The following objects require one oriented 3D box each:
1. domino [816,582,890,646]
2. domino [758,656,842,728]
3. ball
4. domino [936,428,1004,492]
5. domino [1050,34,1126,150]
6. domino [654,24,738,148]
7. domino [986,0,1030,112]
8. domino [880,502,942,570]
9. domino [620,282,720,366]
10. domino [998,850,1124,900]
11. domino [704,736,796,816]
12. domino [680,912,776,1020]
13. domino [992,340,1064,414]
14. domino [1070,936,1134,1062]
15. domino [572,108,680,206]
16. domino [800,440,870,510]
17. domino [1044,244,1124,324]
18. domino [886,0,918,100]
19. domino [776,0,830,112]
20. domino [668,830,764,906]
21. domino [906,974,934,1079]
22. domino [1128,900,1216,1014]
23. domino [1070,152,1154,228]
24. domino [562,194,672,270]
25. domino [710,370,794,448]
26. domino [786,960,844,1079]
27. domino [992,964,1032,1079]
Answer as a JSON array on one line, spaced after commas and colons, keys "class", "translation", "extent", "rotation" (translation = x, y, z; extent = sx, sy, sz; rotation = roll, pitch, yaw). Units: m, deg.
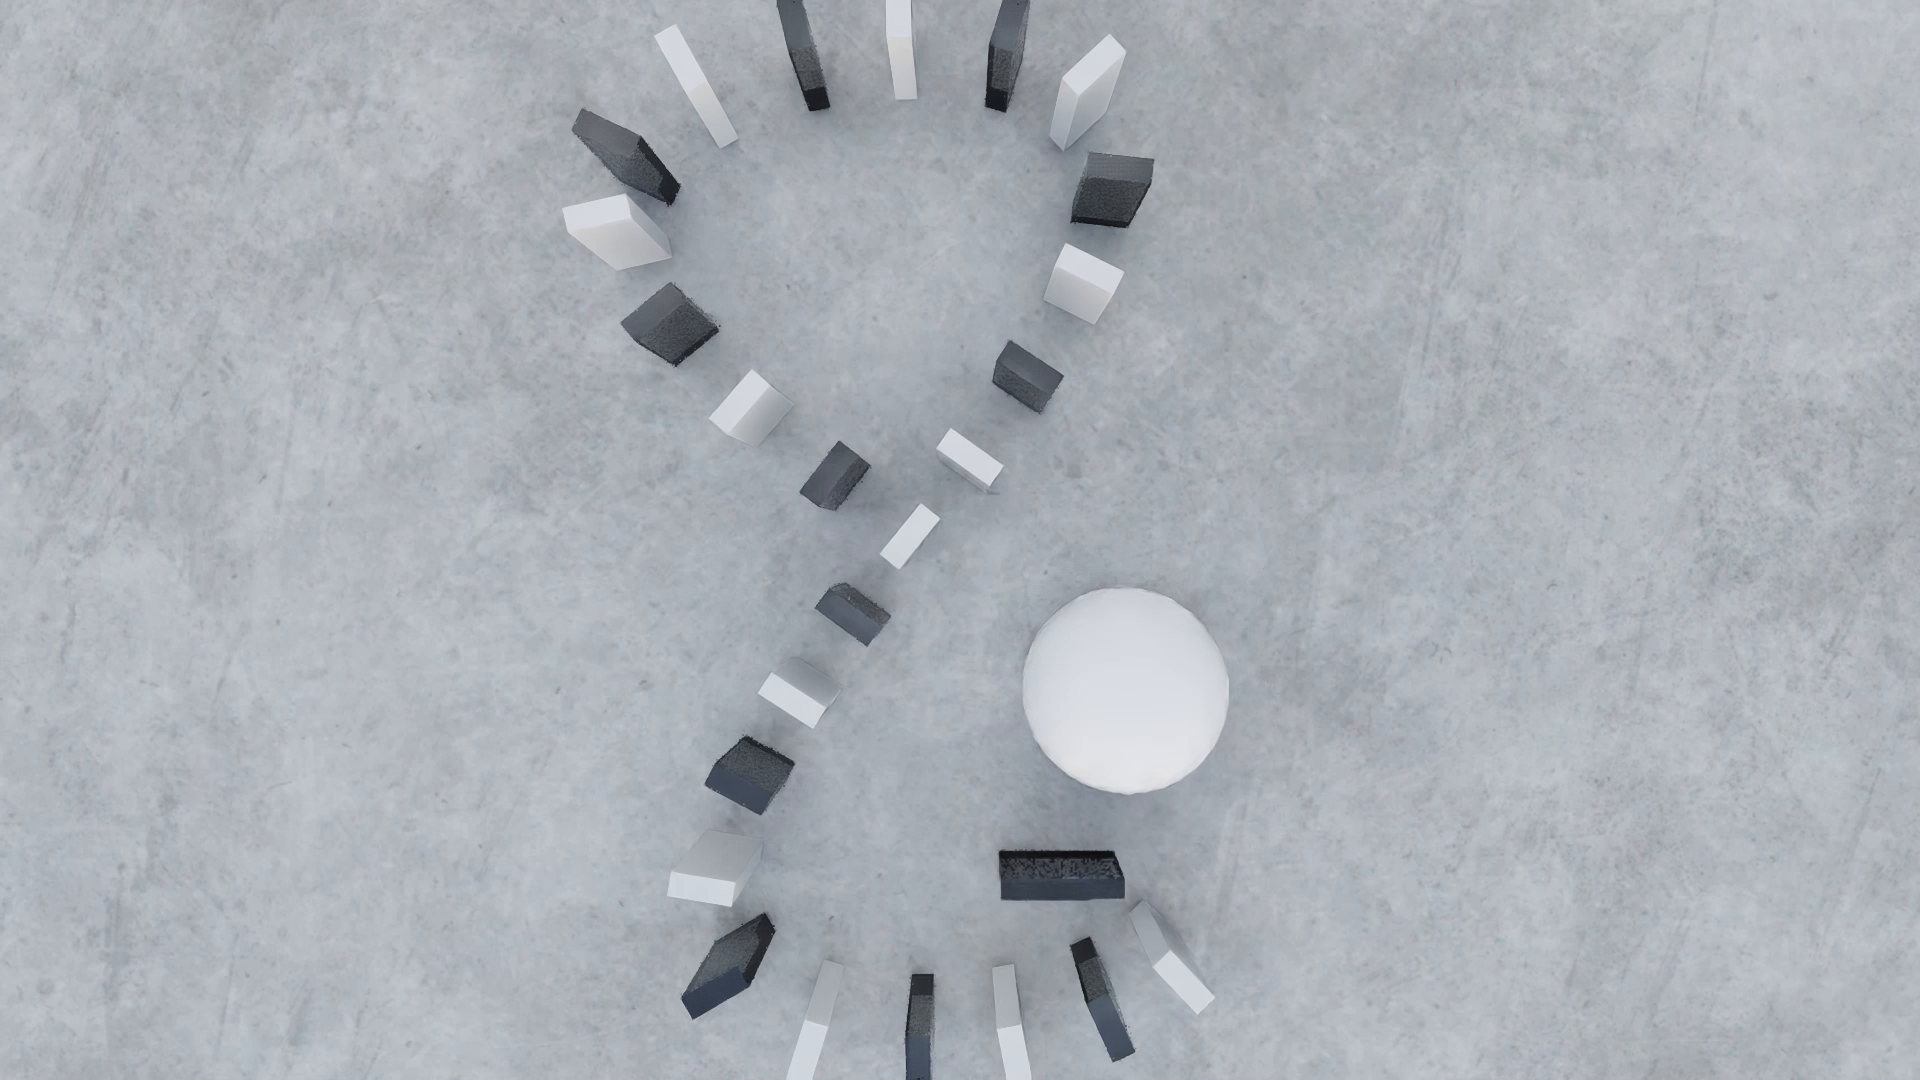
[{"class": "domino", "translation": [-0.043, 0.030, 0.375], "extent": [0.025, 0.050, 0.009], "rotation": [36, 90, 0]}, {"class": "domino", "translation": [-0.064, 0.061, 0.375], "extent": [0.025, 0.050, 0.009], "rotation": [33, 90, 0]}, {"class": "ball", "translation": [0.064, 0.058, 0.360], "extent": [0.080, 0.080, 0.080], "rotation": [0, 90, 0]}, {"class": "domino", "translation": [0.004, -0.032, 0.375], "extent": [0.025, 0.050, 0.010], "rotation": [35, 90, 0]}, {"class": "domino", "translation": [0.051, -0.182, 0.375], "extent": [0.025, 0.050, 0.009], "rotation": [-43, 90, 0]}, {"class": "domino", "translation": [-0.107, -0.184, 0.375], "extent": [0.009, 0.050, 0.025], "rotation": [-29, 90, 0]}, {"class": "domino", "translation": [0.019, -0.200, 0.375], "extent": [0.009, 0.050, 0.025], "rotation": [17, 90, 0]}, {"class": "domino", "translation": [-0.019, -0.001, 0.375], "extent": [0.010, 0.050, 0.025], "rotation": [39, 90, 0]}, {"class": "domino", "translation": [-0.117, -0.087, 0.375], "extent": [0.025, 0.050, 0.010], "rotation": [-39, 90, 0]}, {"class": "domino", "translation": [0.042, 0.141, 0.387], "extent": [0.050, 0.025, 0.009], "rotation": [0, 96, 0]}, {"class": "domino", "translation": [-0.085, 0.095, 0.375], "extent": [0.025, 0.050, 0.009], "rotation": [28, 90, 0]}, {"class": "domino", "translation": [-0.094, 0.173, 0.375], "extent": [0.025, 0.050, 0.010], "rotation": [-30, 90, 0]}, {"class": "domino", "translation": [0.027, -0.066, 0.375], "extent": [0.025, 0.050, 0.009], "rotation": [34, 90, 0]}, {"class": "domino", "translation": [0.058, 0.186, 0.375], "extent": [0.009, 0.050, 0.025], "rotation": [-24, 90, 0]}, {"class": "domino", "translation": [-0.135, -0.156, 0.375], "extent": [0.025, 0.050, 0.009], "rotation": [25, 90, 0]}, {"class": "domino", "translation": [-0.050, -0.025, 0.375], "extent": [0.010, 0.050, 0.025], "rotation": [38, 90, 0]}, {"class": "domino", "translation": [0.050, -0.104, 0.375], "extent": [0.025, 0.050, 0.010], "rotation": [26, 90, 0]}, {"class": "domino", "translation": [-0.024, -0.205, 0.375], "extent": [0.009, 0.050, 0.025], "rotation": [-1, 90, 0]}, {"class": "domino", "translation": [-0.064, -0.200, 0.375], "extent": [0.009, 0.050, 0.025], "rotation": [-13, 90, 0]}, {"class": "domino", "translation": [-0.099, 0.133, 0.375], "extent": [0.025, 0.050, 0.009], "rotation": [10, 90, 0]}, {"class": "domino", "translation": [-0.016, 0.202, 0.375], "extent": [0.009, 0.050, 0.025], "rotation": [-1, 90, 0]}, {"class": "domino", "translation": [0.086, 0.169, 0.375], "extent": [0.009, 0.050, 0.025], "rotation": [-43, 90, 0]}, {"class": "domino", "translation": [0.061, -0.142, 0.375], "extent": [0.025, 0.050, 0.009], "rotation": [6, 90, 0]}, {"class": "domino", "translation": [-0.139, -0.125, 0.375], "extent": [0.025, 0.050, 0.009], "rotation": [-13, 90, 0]}, {"class": "domino", "translation": [-0.084, -0.053, 0.375], "extent": [0.010, 0.050, 0.025], "rotation": [41, 90, 0]}, {"class": "domino", "translation": [-0.059, 0.196, 0.375], "extent": [0.010, 0.050, 0.025], "rotation": [17, 90, 0]}, {"class": "domino", "translation": [0.021, 0.198, 0.375], "extent": [0.009, 0.050, 0.025], "rotation": [-11, 90, 0]}]
